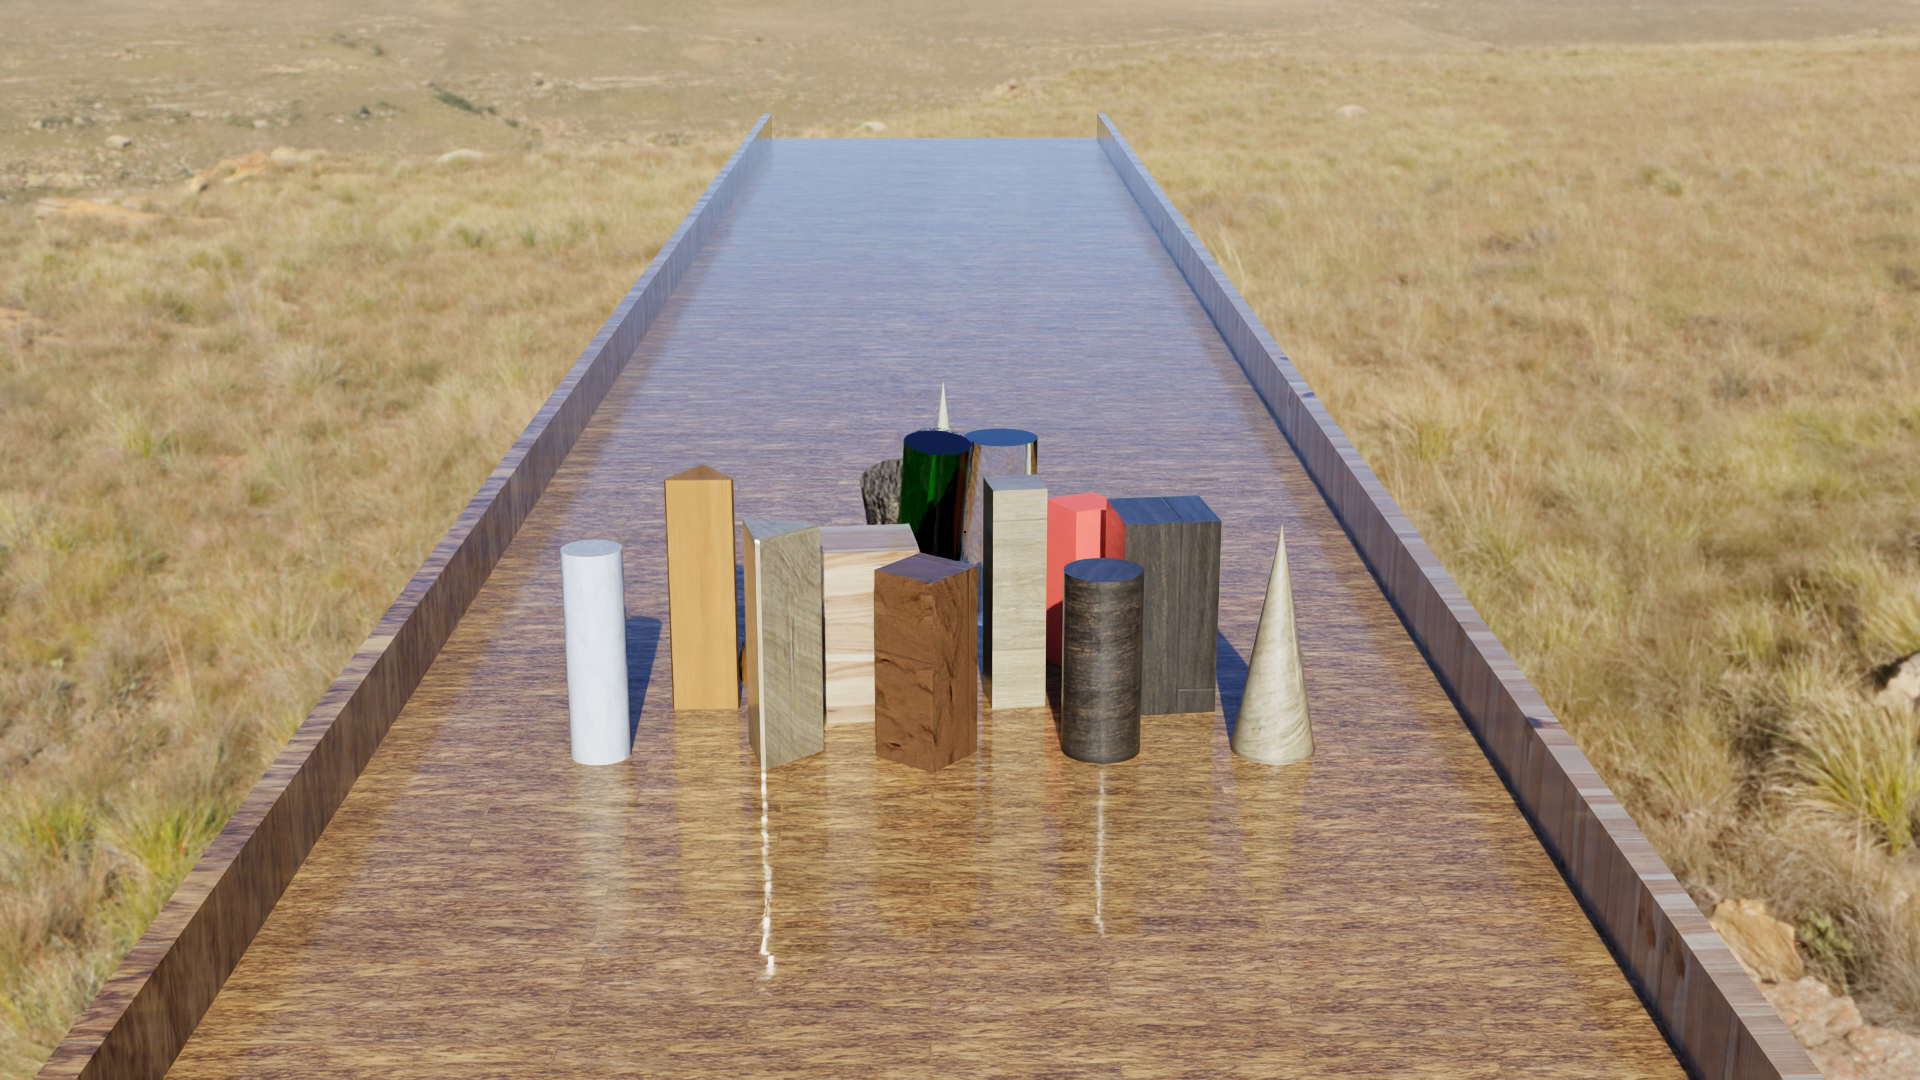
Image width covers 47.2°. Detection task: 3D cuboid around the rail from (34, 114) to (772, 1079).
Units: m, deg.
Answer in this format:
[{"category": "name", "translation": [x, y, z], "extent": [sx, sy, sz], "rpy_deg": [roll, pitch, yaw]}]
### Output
[{"category": "rail", "translation": [-1.118, -0.838, 7.780], "extent": [0.050, 0.150, 12.000], "rpy_deg": [0, 17, -1]}]

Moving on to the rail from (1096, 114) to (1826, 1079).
[{"category": "rail", "translation": [0.932, -0.844, 7.801], "extent": [0.050, 0.150, 12.000], "rpy_deg": [0, 17, -1]}]

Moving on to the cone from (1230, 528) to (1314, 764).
[{"category": "cone", "translation": [0.563, 0.173, 3.903], "extent": [0.152, 0.423, 0.152], "rpy_deg": [0, 17, 0]}]

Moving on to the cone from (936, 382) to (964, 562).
[{"category": "cone", "translation": [-0.037, -0.129, 4.855], "extent": [0.117, 0.459, 0.117], "rpy_deg": [0, 17, 0]}]

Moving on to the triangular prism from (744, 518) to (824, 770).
[{"category": "triangular prism", "translation": [-0.338, 0.176, 3.894], "extent": [0.141, 0.423, 0.122], "rpy_deg": [-16, 23, -42]}]

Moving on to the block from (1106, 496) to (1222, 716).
[{"category": "block", "translation": [0.379, 0.123, 4.160], "extent": [0.179, 0.373, 0.179], "rpy_deg": [-2, 17, -7]}]

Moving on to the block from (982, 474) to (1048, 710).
[{"category": "block", "translation": [0.103, 0.098, 4.148], "extent": [0.102, 0.427, 0.102], "rpy_deg": [-3, 17, -9]}]

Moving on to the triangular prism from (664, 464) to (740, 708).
[{"category": "triangular prism", "translation": [-0.481, 0.088, 4.145], "extent": [0.125, 0.447, 0.108], "rpy_deg": [-1, 17, -2]}]

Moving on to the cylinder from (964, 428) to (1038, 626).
[{"category": "cylinder", "translation": [0.084, -0.025, 4.623], "extent": [0.155, 0.393, 0.155], "rpy_deg": [0, 17, 0]}]

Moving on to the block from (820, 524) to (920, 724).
[{"category": "block", "translation": [-0.171, 0.156, 4.121], "extent": [0.175, 0.332, 0.175], "rpy_deg": [-2, 17, -7]}]

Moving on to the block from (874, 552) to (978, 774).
[{"category": "block", "translation": [-0.059, 0.216, 3.890], "extent": [0.129, 0.349, 0.129], "rpy_deg": [12, 21, 36]}]

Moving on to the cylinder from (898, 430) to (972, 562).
[{"category": "cylinder", "translation": [-0.061, 0.019, 4.344], "extent": [0.131, 0.453, 0.131], "rpy_deg": [4, 24, -2]}]

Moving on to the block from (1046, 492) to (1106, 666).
[{"category": "block", "translation": [0.244, 0.084, 4.365], "extent": [0.110, 0.331, 0.110], "rpy_deg": [-10, 19, -29]}]

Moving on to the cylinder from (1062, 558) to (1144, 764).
[{"category": "cylinder", "translation": [0.253, 0.214, 3.913], "extent": [0.142, 0.338, 0.142], "rpy_deg": [0, 17, 0]}]

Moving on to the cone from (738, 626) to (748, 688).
[{"category": "cone", "translation": [-0.348, 0.106, 4.157], "extent": [0.164, 0.371, 0.164], "rpy_deg": [1, 40, -1]}]

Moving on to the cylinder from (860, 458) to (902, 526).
[{"category": "cylinder", "translation": [-0.111, 0.017, 4.505], "extent": [0.139, 0.353, 0.139], "rpy_deg": [-5, 36, 4]}]

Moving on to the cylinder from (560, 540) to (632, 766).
[{"category": "cylinder", "translation": [-0.642, 0.199, 3.885], "extent": [0.107, 0.384, 0.107], "rpy_deg": [0, 17, 0]}]
